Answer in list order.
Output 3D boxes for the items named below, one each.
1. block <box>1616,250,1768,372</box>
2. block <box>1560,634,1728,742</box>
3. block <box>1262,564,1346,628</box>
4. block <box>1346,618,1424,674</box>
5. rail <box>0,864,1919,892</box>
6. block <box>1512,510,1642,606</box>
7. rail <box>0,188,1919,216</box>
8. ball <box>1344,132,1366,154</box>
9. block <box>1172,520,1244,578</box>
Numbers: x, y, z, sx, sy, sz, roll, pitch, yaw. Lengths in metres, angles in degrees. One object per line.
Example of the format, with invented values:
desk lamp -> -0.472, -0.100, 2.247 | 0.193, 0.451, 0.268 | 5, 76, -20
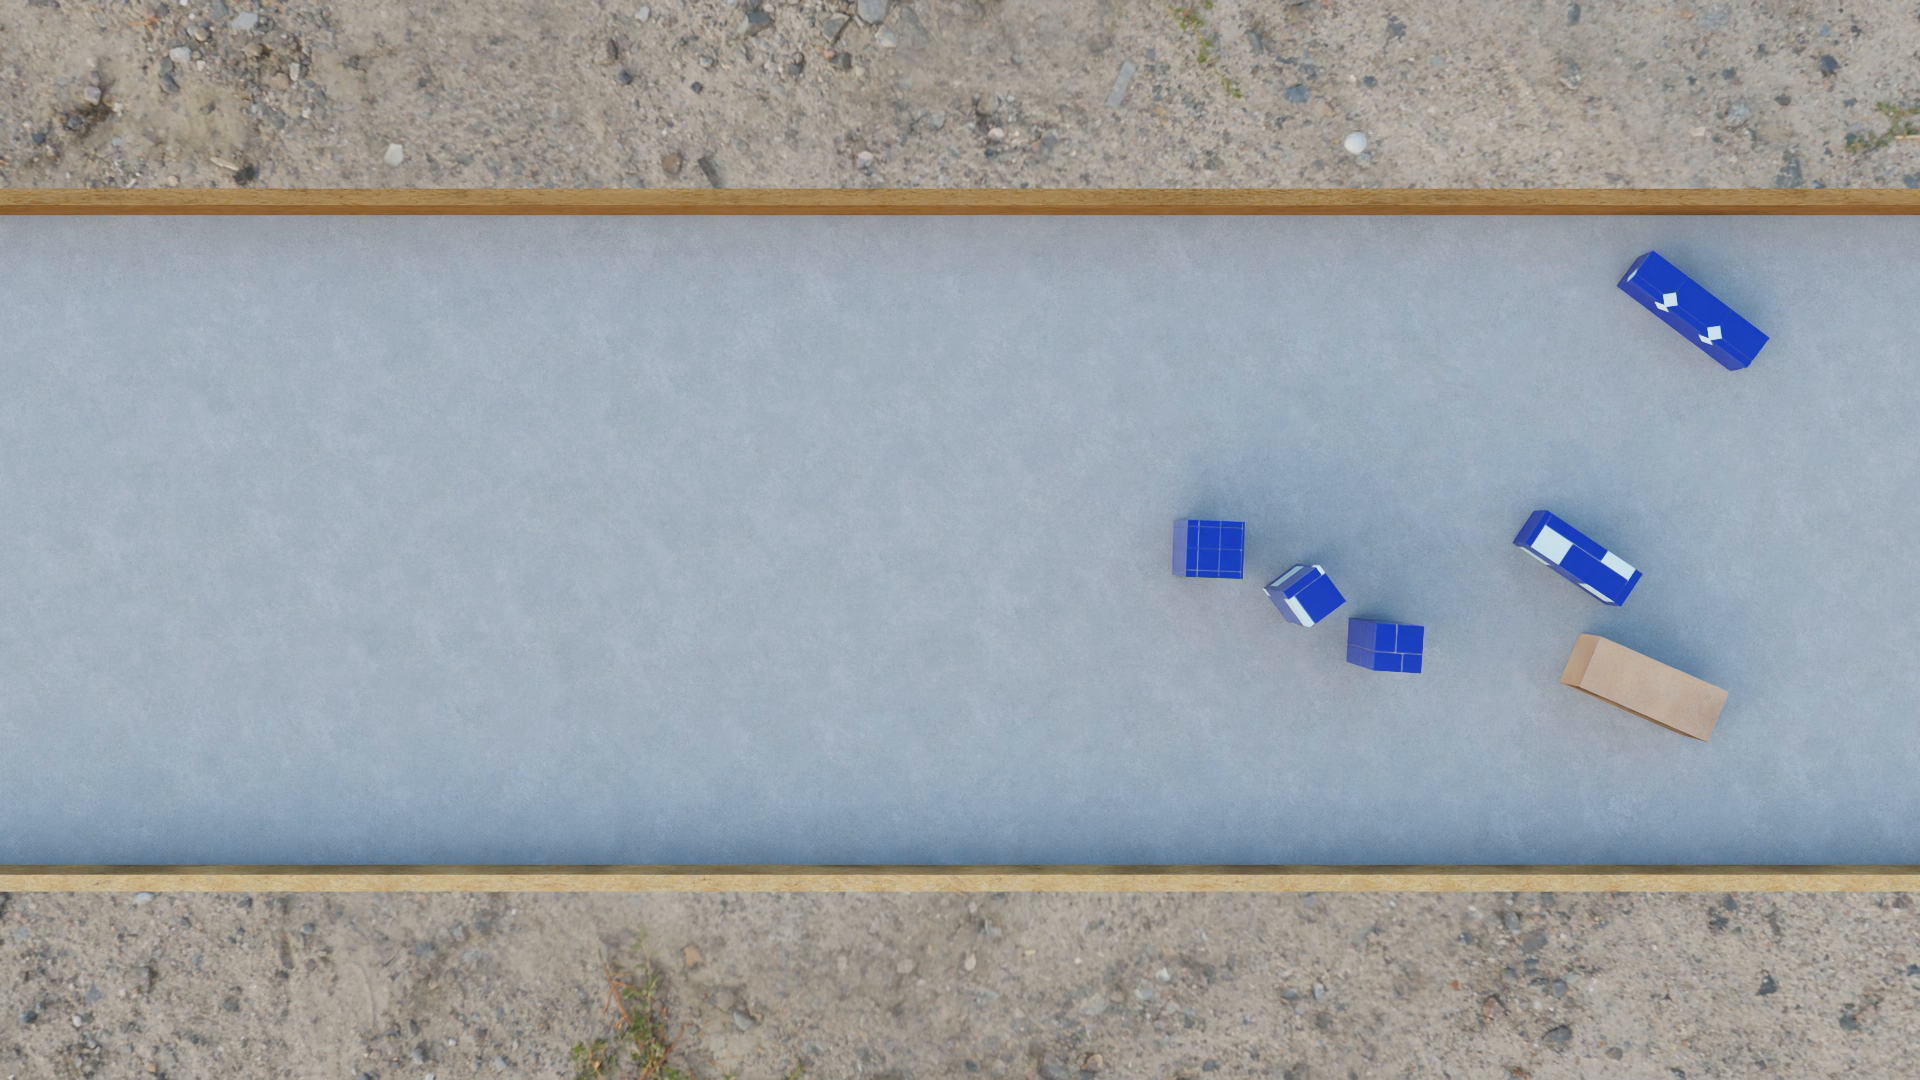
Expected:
block -> 2.229, -0.696, 5.021 | 0.438, 0.111, 0.111 | 37, 90, 0
block -> 2.068, 0.445, 4.995 | 0.416, 0.163, 0.163 | 23, 90, 0
block -> 1.021, 0.163, 4.912 | 0.129, 0.329, 0.129 | -37, 90, 0
block -> 1.261, 0.311, 4.906 | 0.136, 0.340, 0.136 | 4, 90, 0
rail -> -2.247, 1.025, 5.001 | 12.000, 0.150, 0.050 | 0, 90, 0
block -> 1.876, 0.055, 5.018 | 0.345, 0.118, 0.118 | 34, 90, 0
rail -> -2.247, -1.025, 5.002 | 12.000, 0.150, 0.050 | 0, 90, 0
ball -> 5.270, -5.290, 21.972 | 0.286, 0.286, 0.286 | 0, 90, 0
block -> 0.738, 0.027, 4.921 | 0.165, 0.310, 0.165 | 2, 90, 0
